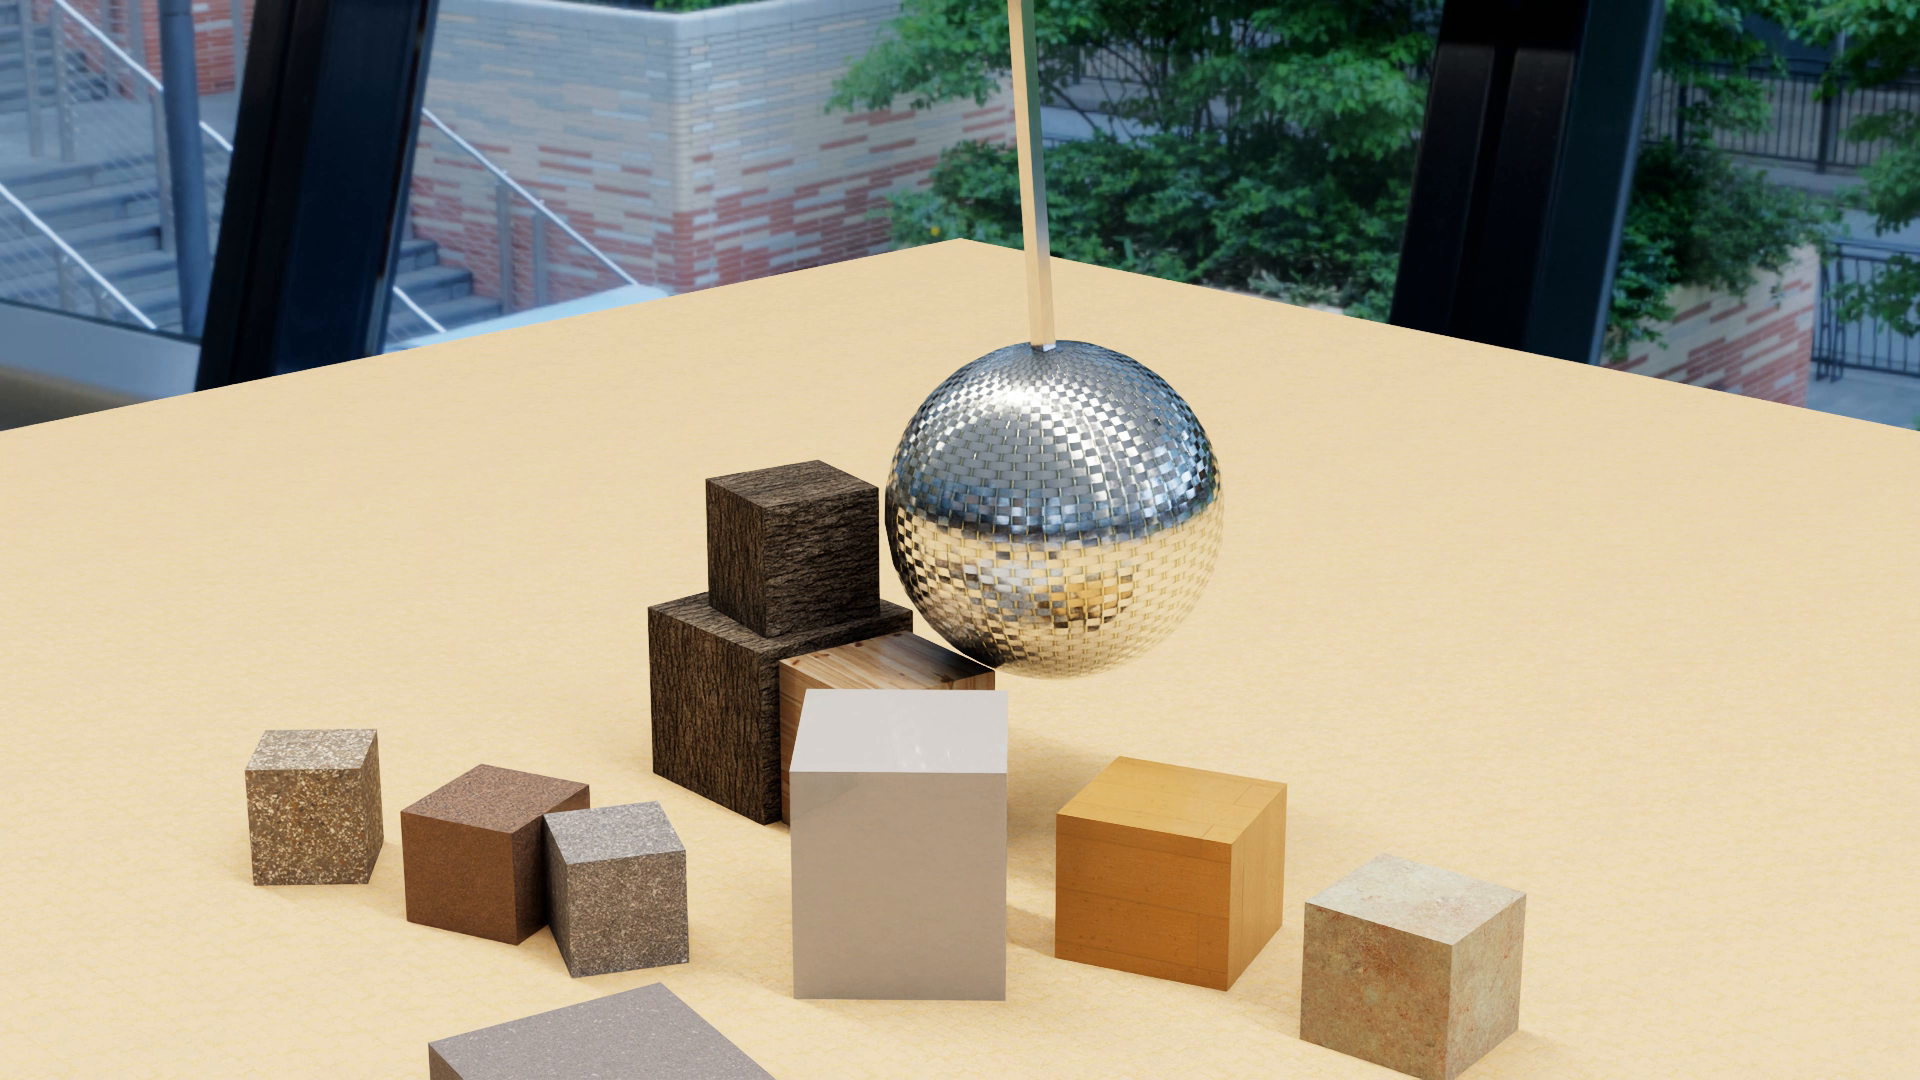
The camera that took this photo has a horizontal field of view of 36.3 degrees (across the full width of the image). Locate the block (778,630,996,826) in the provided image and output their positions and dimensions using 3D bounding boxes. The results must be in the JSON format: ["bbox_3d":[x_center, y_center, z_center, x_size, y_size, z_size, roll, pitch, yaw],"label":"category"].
[{"bbox_3d":[-0.344,0.980,13.857,0.736,0.821,0.715,-13,21,-35],"label":"block"}]

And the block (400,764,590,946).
[{"bbox_3d":[-2.052,1.390,13.042,0.580,0.527,0.620,8,19,24],"label":"block"}]

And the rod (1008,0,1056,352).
[{"bbox_3d":[0.192,-3.291,12.508,0.080,5.200,0.080,17,30,42],"label":"rod"}]

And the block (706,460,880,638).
[{"bbox_3d":[-0.811,0.035,14.229,0.631,0.650,0.584,-11,20,-31],"label":"block"}]

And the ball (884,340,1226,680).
[{"bbox_3d":[0.443,-0.141,13.762,1.600,1.600,1.600,0,17,0],"label":"ball"}]

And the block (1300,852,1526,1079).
[{"bbox_3d":[1.829,1.723,11.849,0.663,0.608,0.618,13,22,36],"label":"block"}]

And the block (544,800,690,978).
[{"bbox_3d":[-1.490,1.504,12.681,0.509,0.526,0.568,-5,18,-17],"label":"block"}]

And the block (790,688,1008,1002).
[{"bbox_3d":[-0.242,1.288,12.543,0.885,1.022,0.964,0,17,1],"label":"block"}]

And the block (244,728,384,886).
[{"bbox_3d":[-2.965,1.226,13.500,0.517,0.566,0.497,-1,17,-2],"label":"block"}]

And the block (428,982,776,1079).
[{"bbox_3d":[-1.211,2.168,10.001,0.881,0.867,0.869,-11,20,-30],"label":"block"}]

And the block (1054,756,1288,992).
[{"bbox_3d":[0.915,1.429,12.678,0.784,0.672,0.725,8,19,23],"label":"block"}]

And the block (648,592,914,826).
[{"bbox_3d":[-0.882,0.753,14.490,0.944,0.875,0.902,-15,23,-39],"label":"block"}]
